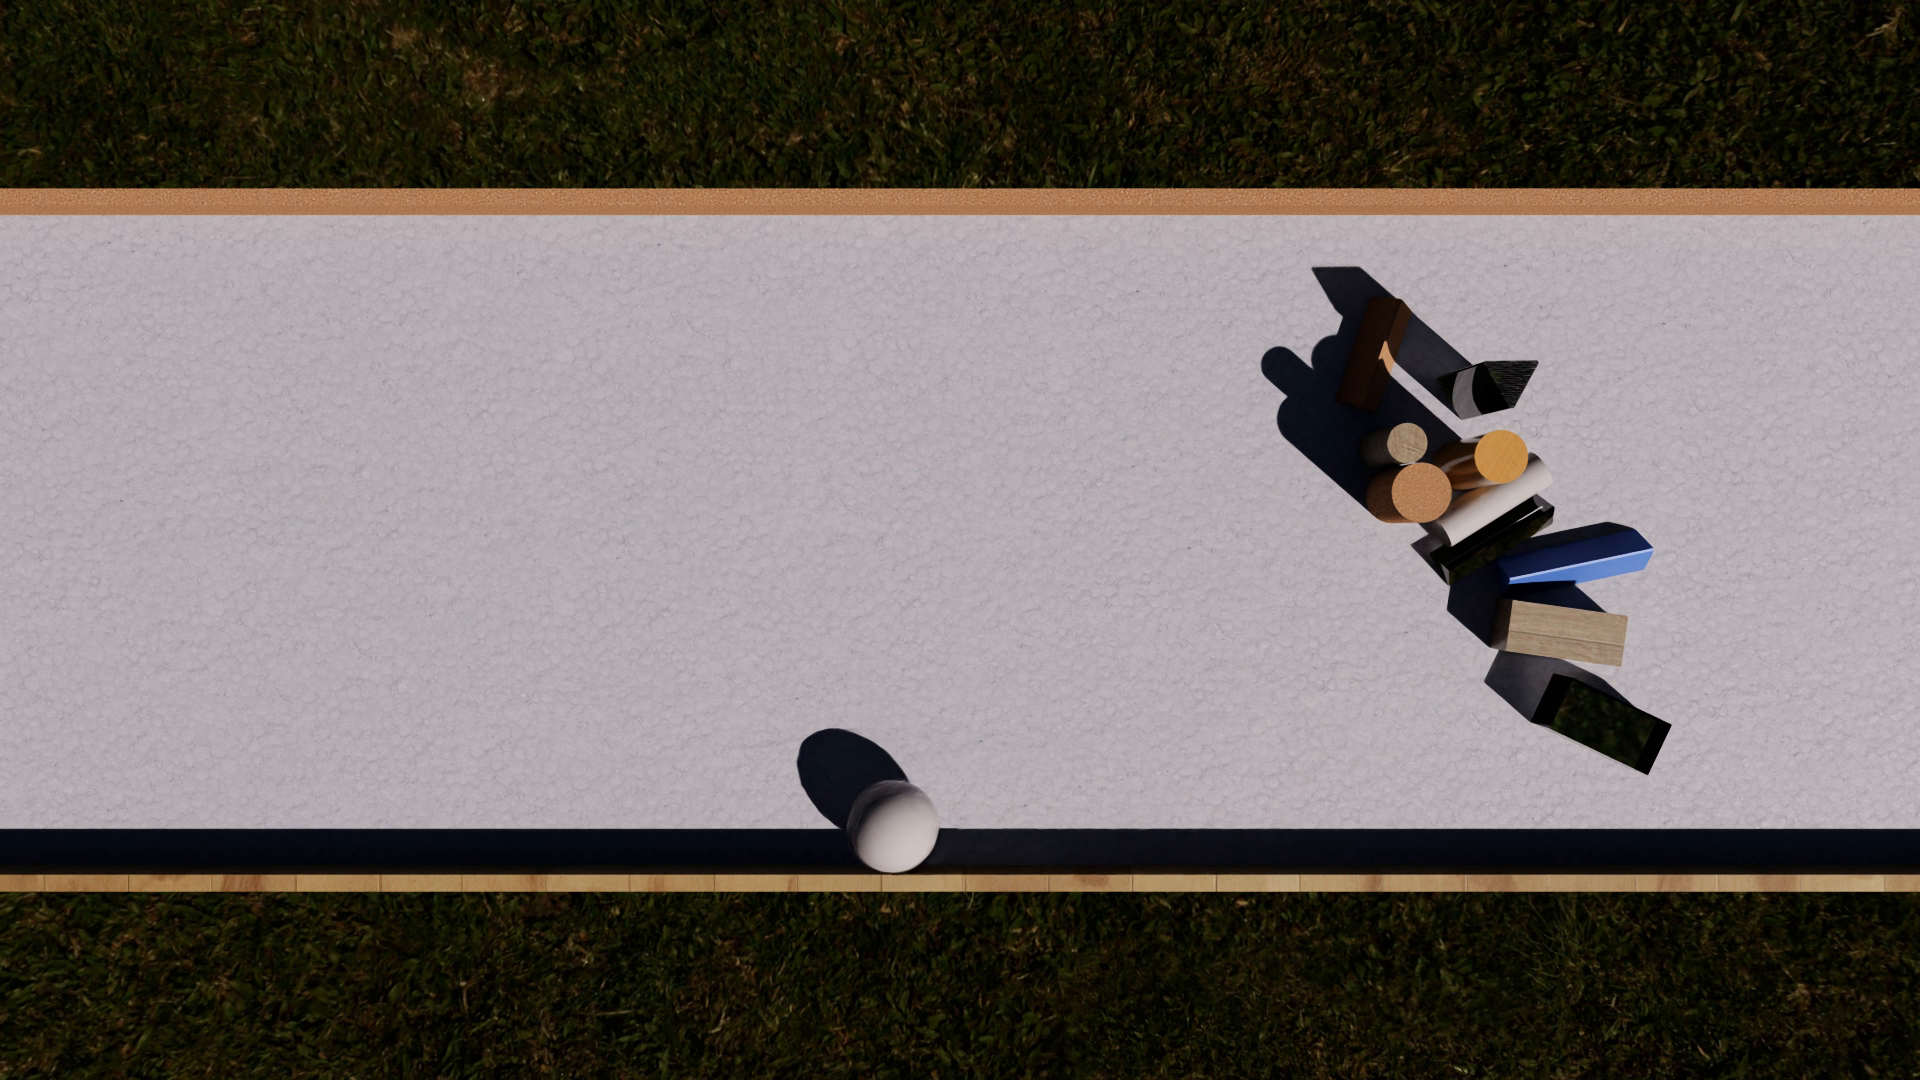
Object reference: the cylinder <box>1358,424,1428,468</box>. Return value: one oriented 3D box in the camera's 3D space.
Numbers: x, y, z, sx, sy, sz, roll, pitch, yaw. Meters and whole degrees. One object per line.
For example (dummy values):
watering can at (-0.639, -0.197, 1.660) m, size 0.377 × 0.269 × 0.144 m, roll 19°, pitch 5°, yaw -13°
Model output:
cylinder at (1.282, -0.278, 4.902) m, size 0.116 × 0.348 × 0.116 m, roll 0°, pitch 90°, yaw 0°

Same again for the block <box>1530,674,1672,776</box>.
block at (1.937, 0.556, 4.993) m, size 0.325 × 0.168 × 0.168 m, roll 25°, pitch 90°, yaw 0°

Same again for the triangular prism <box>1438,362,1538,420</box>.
triangular prism at (1.566, -0.467, 4.851) m, size 0.131 × 0.452 × 0.151 m, roll -31°, pitch 90°, yaw 0°

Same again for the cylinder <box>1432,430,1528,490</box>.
cylinder at (1.527, -0.231, 4.860) m, size 0.151 × 0.429 × 0.151 m, roll 0°, pitch 89°, yaw 0°

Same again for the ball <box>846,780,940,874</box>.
ball at (-0.201, 0.857, 4.938) m, size 0.277 × 0.277 × 0.277 m, roll 0°, pitch 90°, yaw 0°

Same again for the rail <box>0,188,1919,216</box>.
rail at (-2.247, -1.025, 5.002) m, size 12.000 × 0.150 × 0.050 m, roll 0°, pitch 90°, yaw 0°

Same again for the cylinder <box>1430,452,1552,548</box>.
cylinder at (1.613, -0.123, 5.018) m, size 0.361 × 0.118 × 0.118 m, roll -32°, pitch 90°, yaw 0°

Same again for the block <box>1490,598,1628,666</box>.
block at (1.812, 0.279, 5.000) m, size 0.348 × 0.154 × 0.154 m, roll 8°, pitch 90°, yaw 0°

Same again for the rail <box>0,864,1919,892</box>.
rail at (-2.247, 1.025, 5.001) m, size 12.000 × 0.150 × 0.050 m, roll 0°, pitch 90°, yaw 0°

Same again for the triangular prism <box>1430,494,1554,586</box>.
triangular prism at (1.633, -0.004, 5.024) m, size 0.372 × 0.099 × 0.114 m, roll -31°, pitch 90°, yaw 0°

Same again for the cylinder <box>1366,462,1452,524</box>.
cylinder at (1.333, -0.137, 4.919) m, size 0.173 × 0.316 × 0.173 m, roll 0°, pitch 90°, yaw 0°

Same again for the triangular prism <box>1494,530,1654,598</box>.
triangular prism at (1.873, 0.074, 5.019) m, size 0.443 × 0.108 × 0.125 m, roll -12°, pitch 90°, yaw 0°

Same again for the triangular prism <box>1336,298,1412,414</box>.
triangular prism at (1.270, -0.566, 5.016) m, size 0.132 × 0.114 × 0.337 m, roll 19°, pitch 90°, yaw 0°
